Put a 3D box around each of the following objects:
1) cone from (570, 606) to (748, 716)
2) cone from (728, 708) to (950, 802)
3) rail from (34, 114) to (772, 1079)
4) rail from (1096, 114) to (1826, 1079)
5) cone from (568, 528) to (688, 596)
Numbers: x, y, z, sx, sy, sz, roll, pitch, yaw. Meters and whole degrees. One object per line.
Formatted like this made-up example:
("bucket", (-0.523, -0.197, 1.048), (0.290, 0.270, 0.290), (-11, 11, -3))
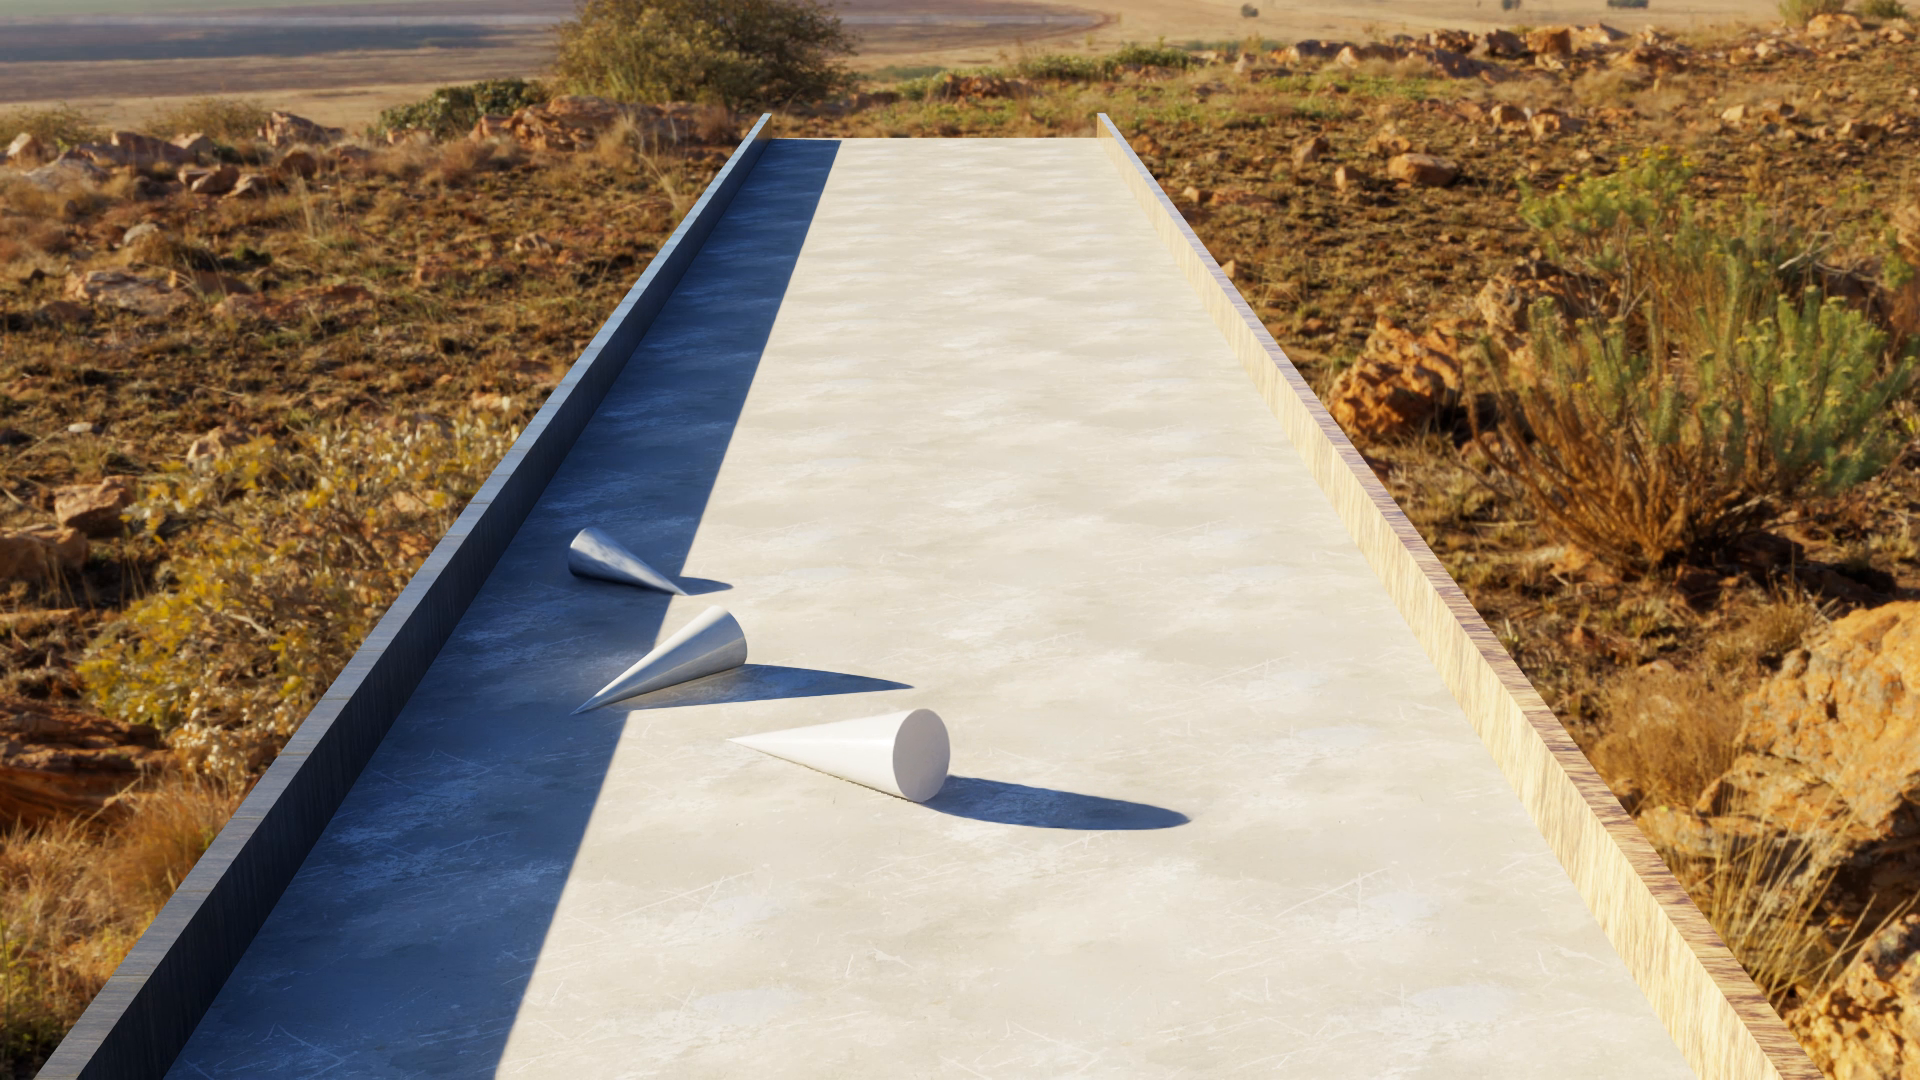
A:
("cone", (-0.599, 0.260, 4.236), (0.384, 0.133, 0.133), (-27, 30, -38))
("cone", (-0.246, 0.364, 3.866), (0.457, 0.159, 0.159), (0, 13, 37))
("rail", (-1.118, -0.838, 7.780), (0.050, 0.150, 12.000), (0, 17, -1))
("rail", (0.932, -0.844, 7.801), (0.050, 0.150, 12.000), (0, 17, -1))
("cone", (-0.715, 0.075, 4.874), (0.300, 0.117, 0.117), (21, 24, 25))
